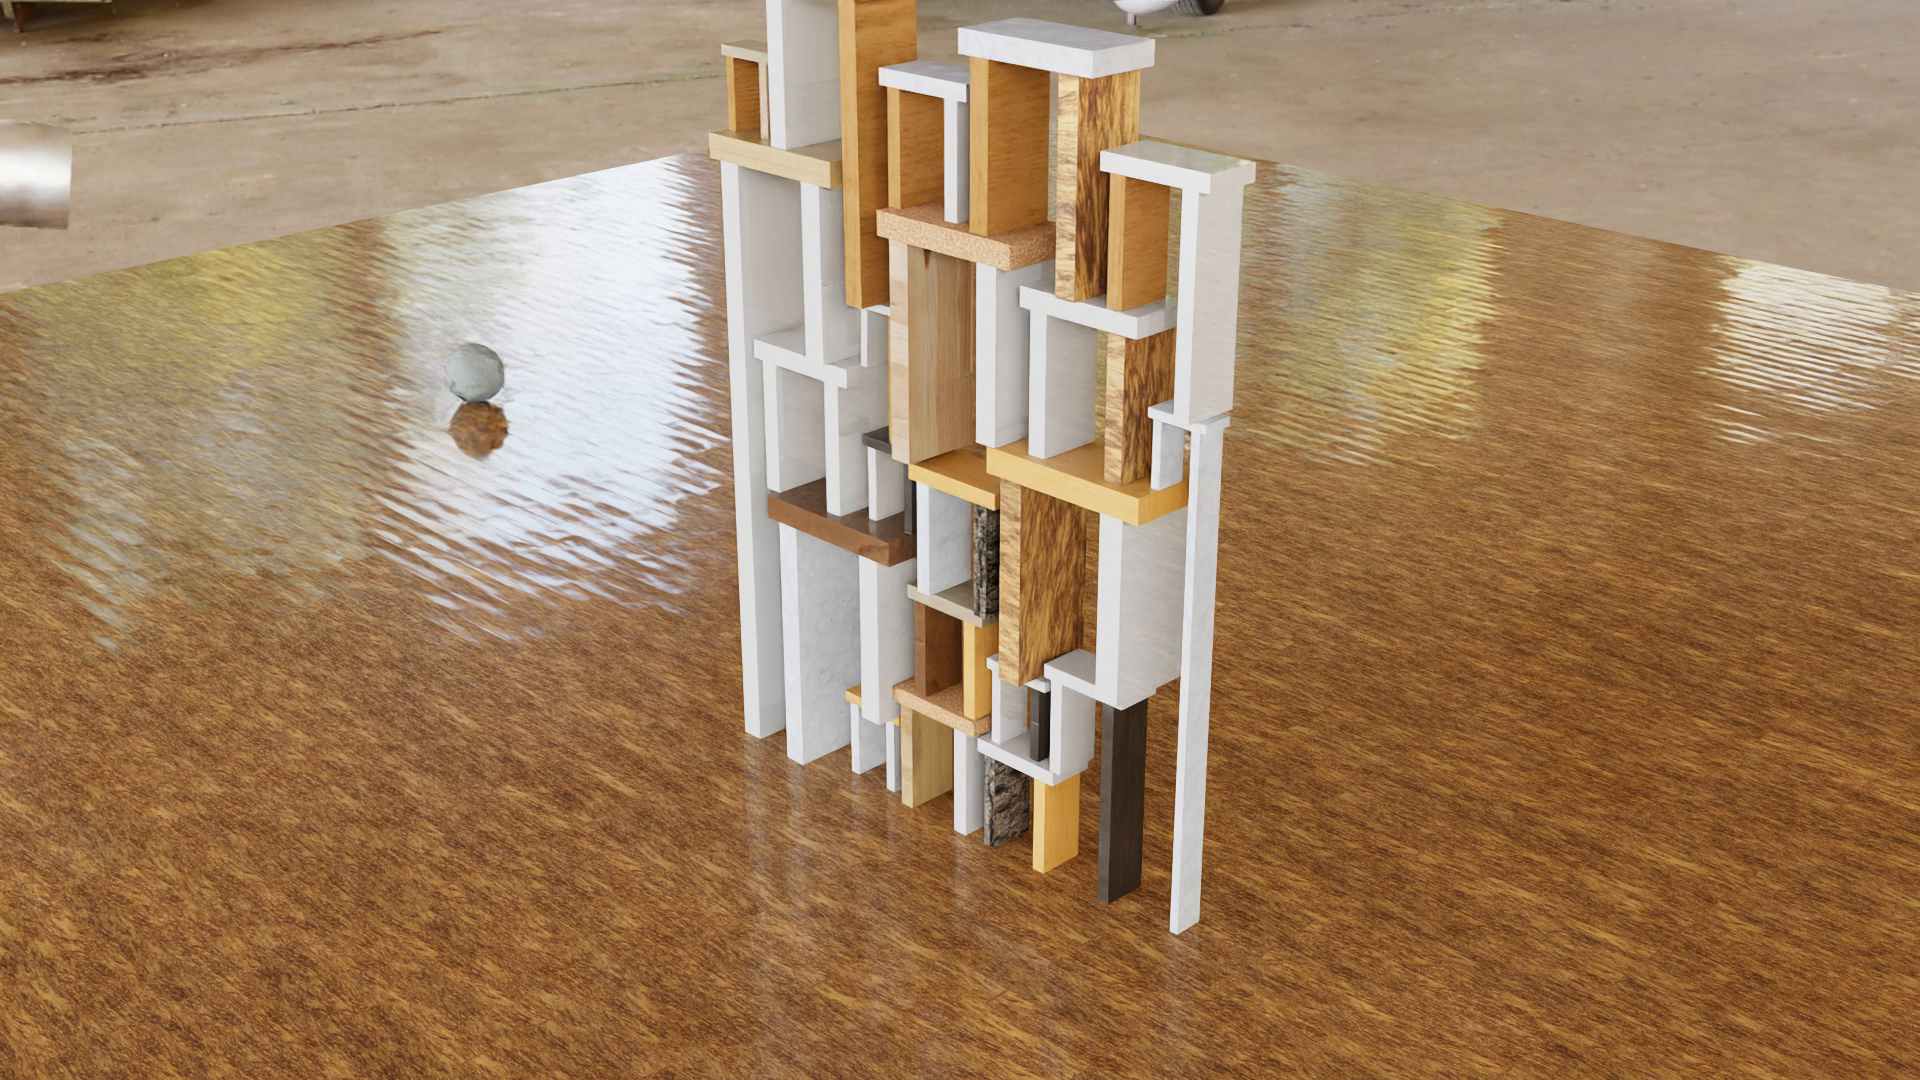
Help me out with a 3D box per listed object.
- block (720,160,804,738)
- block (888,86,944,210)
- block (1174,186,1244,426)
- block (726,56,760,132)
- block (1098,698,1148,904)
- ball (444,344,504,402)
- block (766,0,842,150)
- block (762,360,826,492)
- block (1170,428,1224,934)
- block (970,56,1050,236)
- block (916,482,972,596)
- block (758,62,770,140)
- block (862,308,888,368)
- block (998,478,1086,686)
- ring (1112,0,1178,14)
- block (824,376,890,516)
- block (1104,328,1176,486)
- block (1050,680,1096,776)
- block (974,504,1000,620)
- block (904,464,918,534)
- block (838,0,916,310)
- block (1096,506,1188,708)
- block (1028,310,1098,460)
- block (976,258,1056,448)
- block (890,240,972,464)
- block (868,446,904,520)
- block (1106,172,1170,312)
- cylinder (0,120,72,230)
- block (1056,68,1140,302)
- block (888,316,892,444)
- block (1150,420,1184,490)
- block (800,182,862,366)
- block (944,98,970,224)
[{"bbox_3d":[-0.386,-0.179,4.576,0.050,1.256,0.176,21,31,41],"label":"block"},{"bbox_3d":[-0.081,-0.723,4.012,0.110,0.220,0.031,-21,31,-41],"label":"block"},{"bbox_3d":[0.408,-0.392,3.619,0.033,0.395,0.116,21,31,41],"label":"block"},{"bbox_3d":[-0.419,-0.878,4.301,0.021,0.145,0.072,21,31,41],"label":"block"},{"bbox_3d":[0.303,0.478,4.099,0.027,0.418,0.095,21,31,41],"label":"block"},{"bbox_3d":[-1.486,-0.510,6.732,0.181,0.181,0.181,0,23,0],"label":"ball"},{"bbox_3d":[-0.290,-0.904,4.159,0.043,0.303,0.152,21,31,41],"label":"block"},{"bbox_3d":[-0.332,-0.246,4.479,0.039,0.274,0.137,21,31,40],"label":"block"},{"bbox_3d":[0.416,0.263,3.883,0.018,0.982,0.063,21,31,41],"label":"block"},{"bbox_3d":[0.087,-0.697,3.838,0.154,0.308,0.044,-21,31,-41],"label":"block"},{"bbox_3d":[-0.030,-0.017,4.248,0.032,0.229,0.114,21,31,41],"label":"block"},{"bbox_3d":[-0.351,-0.851,4.238,0.021,0.145,0.072,21,31,41],"label":"block"},{"bbox_3d":[-0.163,-0.396,4.233,0.017,0.117,0.059,23,32,39],"label":"block"},{"bbox_3d":[0.154,0.055,4.087,0.051,0.404,0.180,21,31,41],"label":"block"},{"bbox_3d":[0.631,-1.897,7.250,0.345,0.345,0.115,19,-3,37],"label":"ring"},{"bbox_3d":[-0.203,-0.196,4.360,0.039,0.274,0.137,21,31,40],"label":"block"},{"bbox_3d":[0.311,-0.241,3.792,0.038,0.269,0.135,21,31,41],"label":"block"},{"bbox_3d":[0.212,0.338,4.138,0.095,0.191,0.027,-21,31,-41],"label":"block"},{"bbox_3d":[0.078,0.025,4.149,0.032,0.229,0.114,21,31,40],"label":"block"},{"bbox_3d":[-0.074,-0.092,4.273,0.021,0.151,0.076,21,31,40],"label":"block"},{"bbox_3d":[-0.148,-0.724,4.080,0.043,0.573,0.152,21,31,41],"label":"block"},{"bbox_3d":[0.324,0.101,3.922,0.051,0.360,0.180,21,31,41],"label":"block"},{"bbox_3d":[0.184,-0.290,3.909,0.038,0.269,0.135,21,31,41],"label":"block"},{"bbox_3d":[0.105,-0.349,3.962,0.048,0.336,0.168,21,31,41],"label":"block"},{"bbox_3d":[-0.053,-0.368,4.126,0.168,0.428,0.048,-21,31,-41],"label":"block"},{"bbox_3d":[-0.145,-0.120,4.338,0.021,0.151,0.076,21,31,40],"label":"block"},{"bbox_3d":[0.300,-0.509,3.688,0.116,0.231,0.033,-21,31,-41],"label":"block"},{"bbox_3d":[-2.287,-0.885,5.308,0.254,0.254,0.254,1,21,-24],"label":"cylinder"},{"bbox_3d":[0.232,-0.606,3.719,0.044,0.384,0.154,21,31,41],"label":"block"},{"bbox_3d":[-0.109,-0.311,4.210,0.058,0.257,0.017,-21,31,-40],"label":"block"},{"bbox_3d":[0.357,-0.154,3.771,0.018,0.126,0.063,21,31,40],"label":"block"},{"bbox_3d":[-0.219,-0.530,4.246,0.050,0.353,0.176,21,31,40],"label":"block"},{"bbox_3d":[0.023,-0.683,3.917,0.110,0.220,0.031,-21,31,-41],"label":"block"}]
